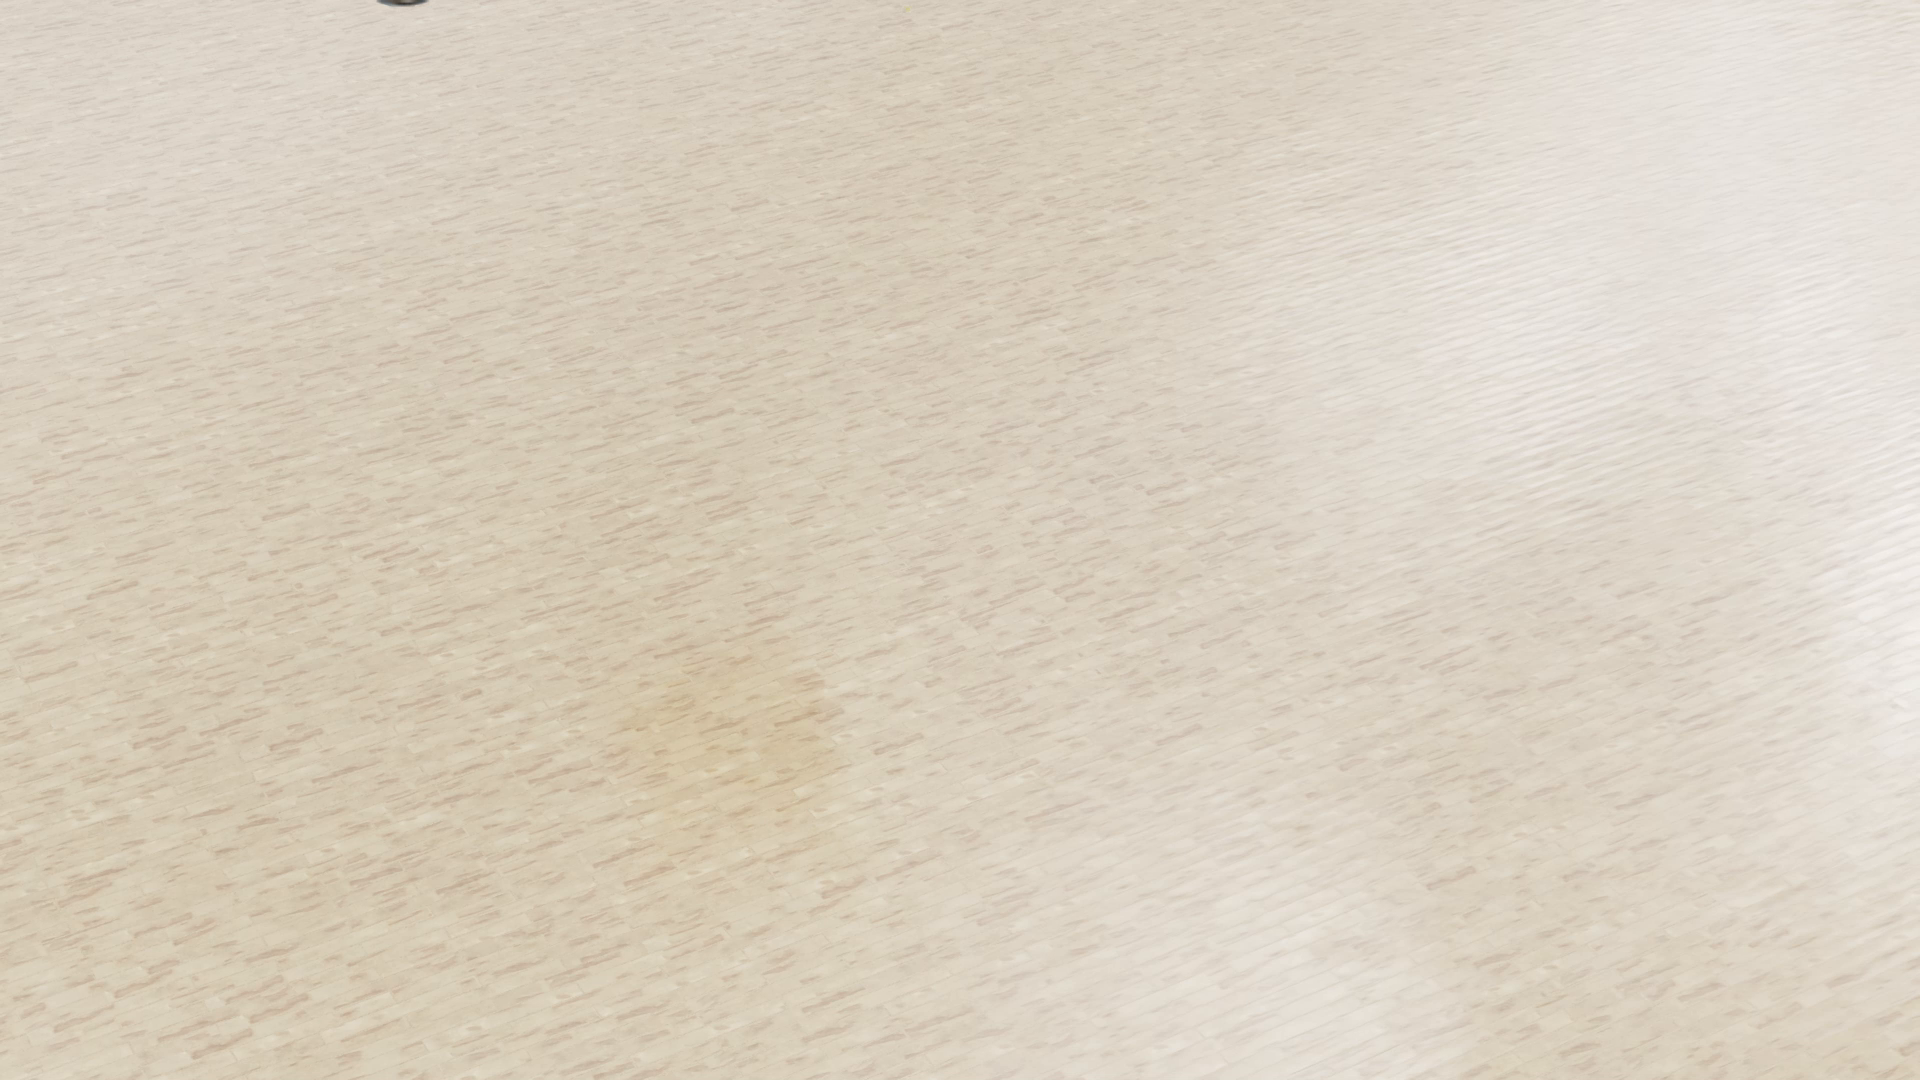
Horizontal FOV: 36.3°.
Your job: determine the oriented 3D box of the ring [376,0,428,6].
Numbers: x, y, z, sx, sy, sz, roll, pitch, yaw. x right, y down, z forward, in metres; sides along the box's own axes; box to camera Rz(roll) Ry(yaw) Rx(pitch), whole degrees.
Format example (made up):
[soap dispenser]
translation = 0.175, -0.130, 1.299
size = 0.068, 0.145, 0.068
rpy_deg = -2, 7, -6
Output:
[ring]
translation = -1.664, -1.686, 8.863
size = 0.270, 0.144, 0.062
rpy_deg = -9, -1, 8
